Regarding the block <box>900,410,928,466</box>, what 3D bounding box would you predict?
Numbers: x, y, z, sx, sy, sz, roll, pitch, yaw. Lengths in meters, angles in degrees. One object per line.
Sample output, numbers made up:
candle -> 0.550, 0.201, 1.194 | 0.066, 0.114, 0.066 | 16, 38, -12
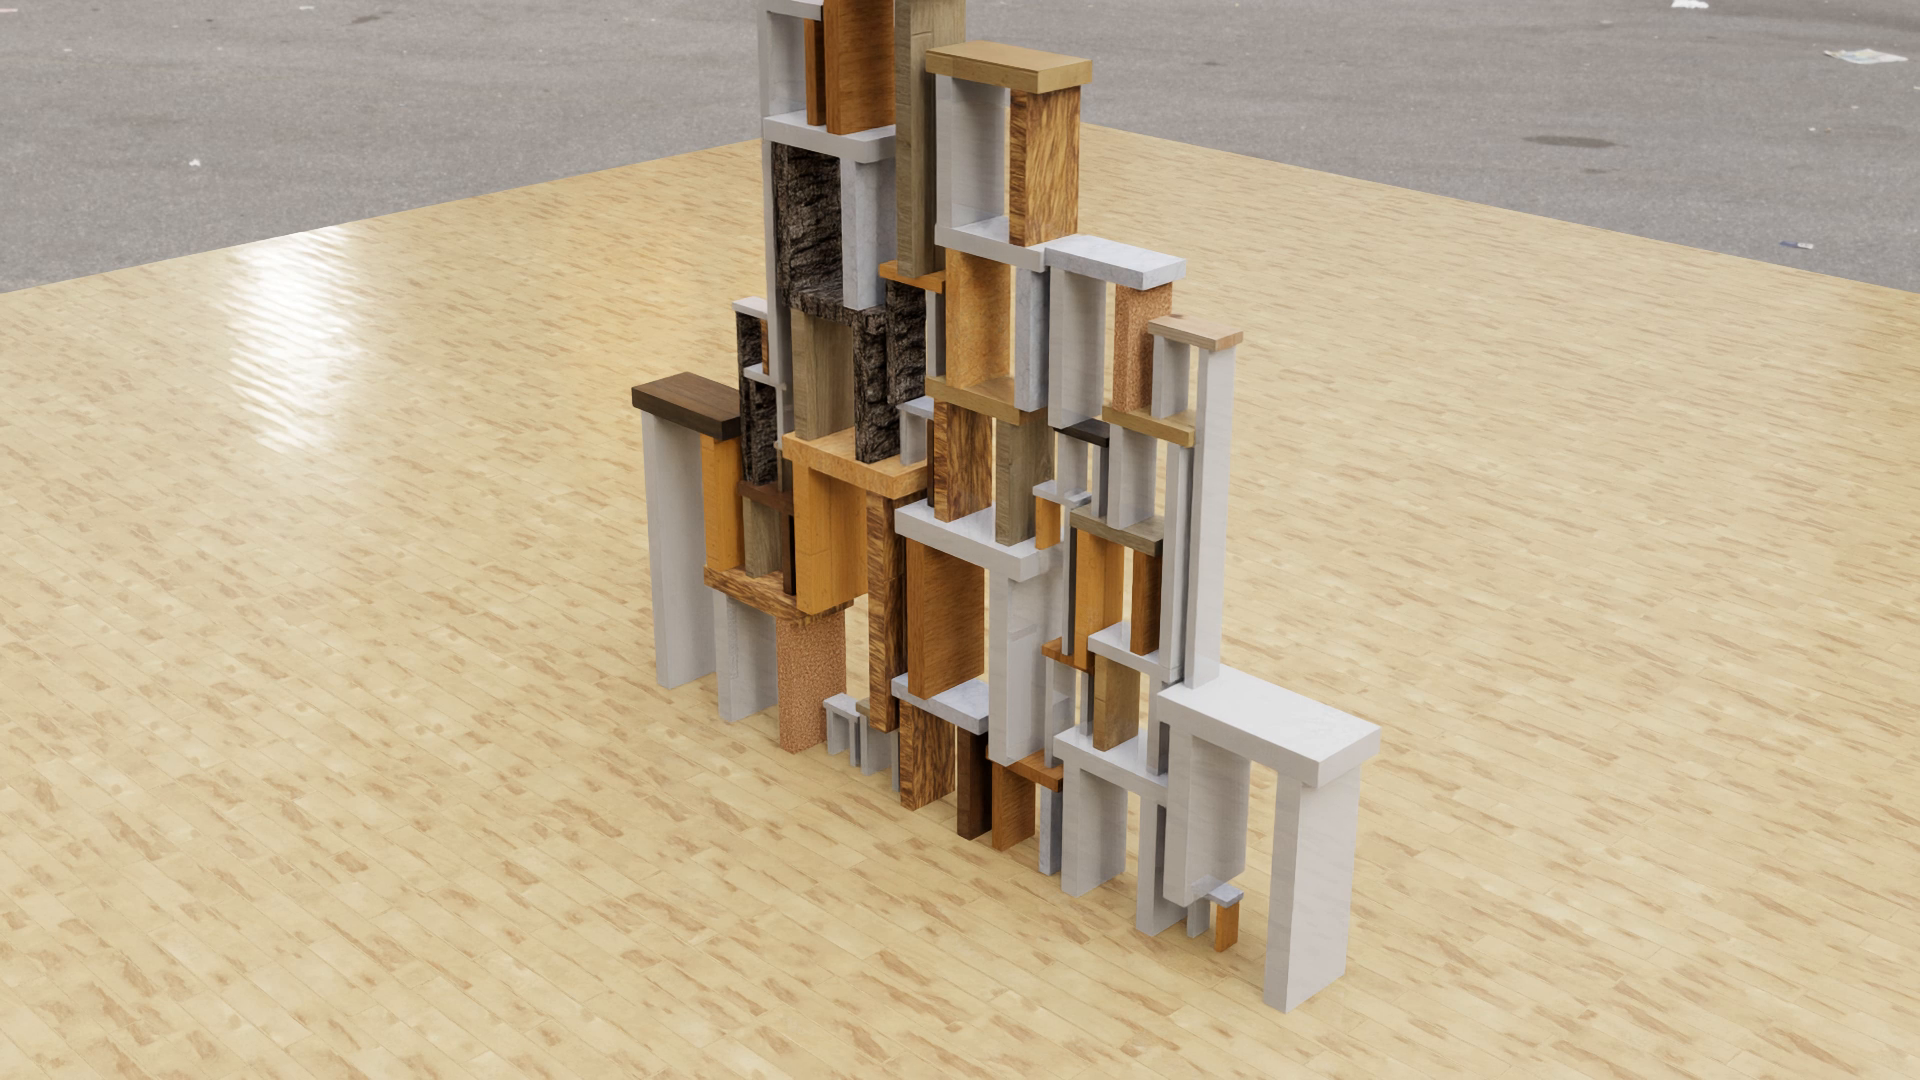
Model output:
block -> -0.089, -0.204, 4.239 | 0.016, 0.112, 0.056 | 21, 31, 41

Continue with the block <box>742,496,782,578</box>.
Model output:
block -> -0.414, -0.018, 4.663 | 0.092, 0.184, 0.026 | -21, 31, -40

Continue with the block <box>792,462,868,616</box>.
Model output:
block -> -0.261, -0.024, 4.497 | 0.163, 0.326, 0.046 | -22, 32, -40

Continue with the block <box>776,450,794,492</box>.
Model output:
block -> -0.356, -0.149, 4.551 | 0.046, 0.093, 0.013 | -22, 31, -40

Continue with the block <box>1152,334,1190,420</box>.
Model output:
block -> 0.357, -0.283, 3.718 | 0.072, 0.145, 0.021 | -21, 31, -41

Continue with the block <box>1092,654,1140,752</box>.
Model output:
block -> 0.288, 0.283, 4.027 | 0.027, 0.193, 0.096 | 21, 31, 41

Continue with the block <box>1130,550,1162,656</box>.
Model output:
block -> 0.347, 0.098, 3.894 | 0.028, 0.198, 0.099 | 21, 31, 41

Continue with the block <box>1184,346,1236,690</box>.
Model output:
block -> 0.425, -0.037, 3.748 | 0.072, 0.622, 0.021 | -21, 31, -41

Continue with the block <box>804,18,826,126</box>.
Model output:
block -> -0.242, -0.880, 4.108 | 0.099, 0.197, 0.028 | -21, 31, -40

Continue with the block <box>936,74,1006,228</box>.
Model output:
block -> 0.019, -0.701, 3.912 | 0.135, 0.269, 0.038 | -21, 31, -40

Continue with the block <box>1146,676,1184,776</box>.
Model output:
block -> 0.379, 0.318, 3.943 | 0.096, 0.193, 0.027 | -21, 31, -41

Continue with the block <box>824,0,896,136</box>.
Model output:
block -> -0.184, -0.893, 4.037 | 0.138, 0.276, 0.039 | -21, 31, -40

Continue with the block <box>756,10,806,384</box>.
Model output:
block -> -0.337, -0.667, 4.299 | 0.099, 0.739, 0.028 | -21, 31, -40

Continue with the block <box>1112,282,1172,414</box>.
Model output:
block -> 0.311, -0.337, 3.746 | 0.111, 0.222, 0.031 | -21, 31, -41

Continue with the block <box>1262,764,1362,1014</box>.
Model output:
block -> 0.609, 0.581, 3.802 | 0.049, 0.460, 0.174 | 21, 31, 41

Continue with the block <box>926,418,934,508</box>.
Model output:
block -> -0.037, -0.154, 4.206 | 0.056, 0.178, 0.016 | -21, 31, -40

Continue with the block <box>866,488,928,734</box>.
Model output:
block -> -0.108, 0.124, 4.393 | 0.163, 0.518, 0.046 | -21, 31, -40

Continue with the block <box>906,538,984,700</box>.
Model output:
block -> -0.027, 0.131, 4.310 | 0.047, 0.333, 0.166 | 21, 31, 41

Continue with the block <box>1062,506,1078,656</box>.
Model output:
block -> 0.211, 0.069, 4.021 | 0.015, 0.295, 0.052 | 21, 31, 40

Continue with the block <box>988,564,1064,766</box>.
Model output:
block -> 0.130, 0.221, 4.178 | 0.166, 0.395, 0.047 | -21, 31, -40

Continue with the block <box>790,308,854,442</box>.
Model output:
block -> -0.268, -0.341, 4.366 | 0.134, 0.268, 0.038 | -21, 31, -40

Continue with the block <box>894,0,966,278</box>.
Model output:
block -> -0.053, -0.735, 3.964 | 0.039, 0.511, 0.138 | 21, 31, 40

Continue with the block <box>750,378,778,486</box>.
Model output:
block -> -0.403, -0.230, 4.560 | 0.064, 0.235, 0.018 | -21, 32, -40

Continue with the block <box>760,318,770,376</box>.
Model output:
block -> -0.375, -0.398, 4.461 | 0.016, 0.116, 0.058 | 20, 31, 39

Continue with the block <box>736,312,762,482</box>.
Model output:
block -> -0.430, -0.302, 4.559 | 0.058, 0.369, 0.016 | -22, 31, -40

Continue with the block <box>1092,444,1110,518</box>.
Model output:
block -> 0.261, -0.112, 3.889 | 0.018, 0.136, 0.062 | 21, 31, 41

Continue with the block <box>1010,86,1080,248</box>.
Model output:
block -> 0.146, -0.652, 3.795 | 0.135, 0.269, 0.038 | -21, 31, -40

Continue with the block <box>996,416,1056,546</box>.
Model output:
block -> 0.120, -0.120, 4.045 | 0.121, 0.242, 0.034 | -21, 31, -40

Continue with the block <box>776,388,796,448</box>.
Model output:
block -> -0.343, -0.256, 4.487 | 0.018, 0.129, 0.064 | 21, 31, 40

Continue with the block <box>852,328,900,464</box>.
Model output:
block -> -0.142, -0.292, 4.249 | 0.134, 0.268, 0.038 | -21, 31, -40

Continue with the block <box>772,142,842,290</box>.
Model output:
block -> -0.290, -0.639, 4.263 | 0.143, 0.285, 0.040 | -21, 31, -40

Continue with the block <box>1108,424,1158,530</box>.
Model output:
block -> 0.302, -0.123, 3.841 | 0.027, 0.193, 0.096 | 21, 31, 40

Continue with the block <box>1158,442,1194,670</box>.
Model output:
block -> 0.392, 0.017, 3.801 | 0.027, 0.419, 0.096 | 21, 31, 41

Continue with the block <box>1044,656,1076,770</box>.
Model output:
block -> 0.190, 0.317, 4.158 | 0.018, 0.232, 0.065 | 21, 31, 40

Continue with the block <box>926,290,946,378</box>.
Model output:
block -> -0.025, -0.392, 4.078 | 0.082, 0.164, 0.023 | -21, 31, -40

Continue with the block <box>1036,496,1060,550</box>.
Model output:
block -> 0.162, -0.038, 4.028 | 0.015, 0.103, 0.052 | 21, 31, 40

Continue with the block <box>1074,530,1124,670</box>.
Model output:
block -> 0.254, 0.094, 3.994 | 0.028, 0.270, 0.099 | 21, 31, 40

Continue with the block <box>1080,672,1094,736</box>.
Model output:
block -> 0.252, 0.294, 4.082 | 0.018, 0.130, 0.065 | 21, 31, 41

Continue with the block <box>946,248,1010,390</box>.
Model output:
block -> 0.034, -0.417, 4.013 | 0.130, 0.260, 0.037 | -21, 31, -40

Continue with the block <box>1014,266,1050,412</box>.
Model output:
block -> 0.156, -0.369, 3.900 | 0.130, 0.260, 0.037 | -21, 31, -41

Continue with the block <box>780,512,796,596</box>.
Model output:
block -> -0.327, 0.016, 4.583 | 0.092, 0.184, 0.026 | -22, 31, -40

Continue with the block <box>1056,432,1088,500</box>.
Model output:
block -> 0.202, -0.140, 3.941 | 0.018, 0.124, 0.062 | 21, 31, 40

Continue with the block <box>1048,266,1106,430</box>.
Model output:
block -> 0.206, -0.347, 3.855 | 0.031, 0.289, 0.111 | 21, 31, 41

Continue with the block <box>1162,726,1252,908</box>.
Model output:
block -> 0.444, 0.465, 3.931 | 0.174, 0.348, 0.049 | -21, 31, -41

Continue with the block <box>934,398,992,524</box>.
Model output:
block -> 0.006, -0.165, 4.150 | 0.121, 0.242, 0.034 | -21, 31, -40

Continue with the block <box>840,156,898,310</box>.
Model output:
block -> -0.156, -0.587, 4.138 | 0.143, 0.285, 0.040 | -21, 31, -40

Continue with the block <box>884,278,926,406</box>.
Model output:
block -> -0.102, -0.383, 4.162 | 0.023, 0.246, 0.082 | 20, 30, 40
